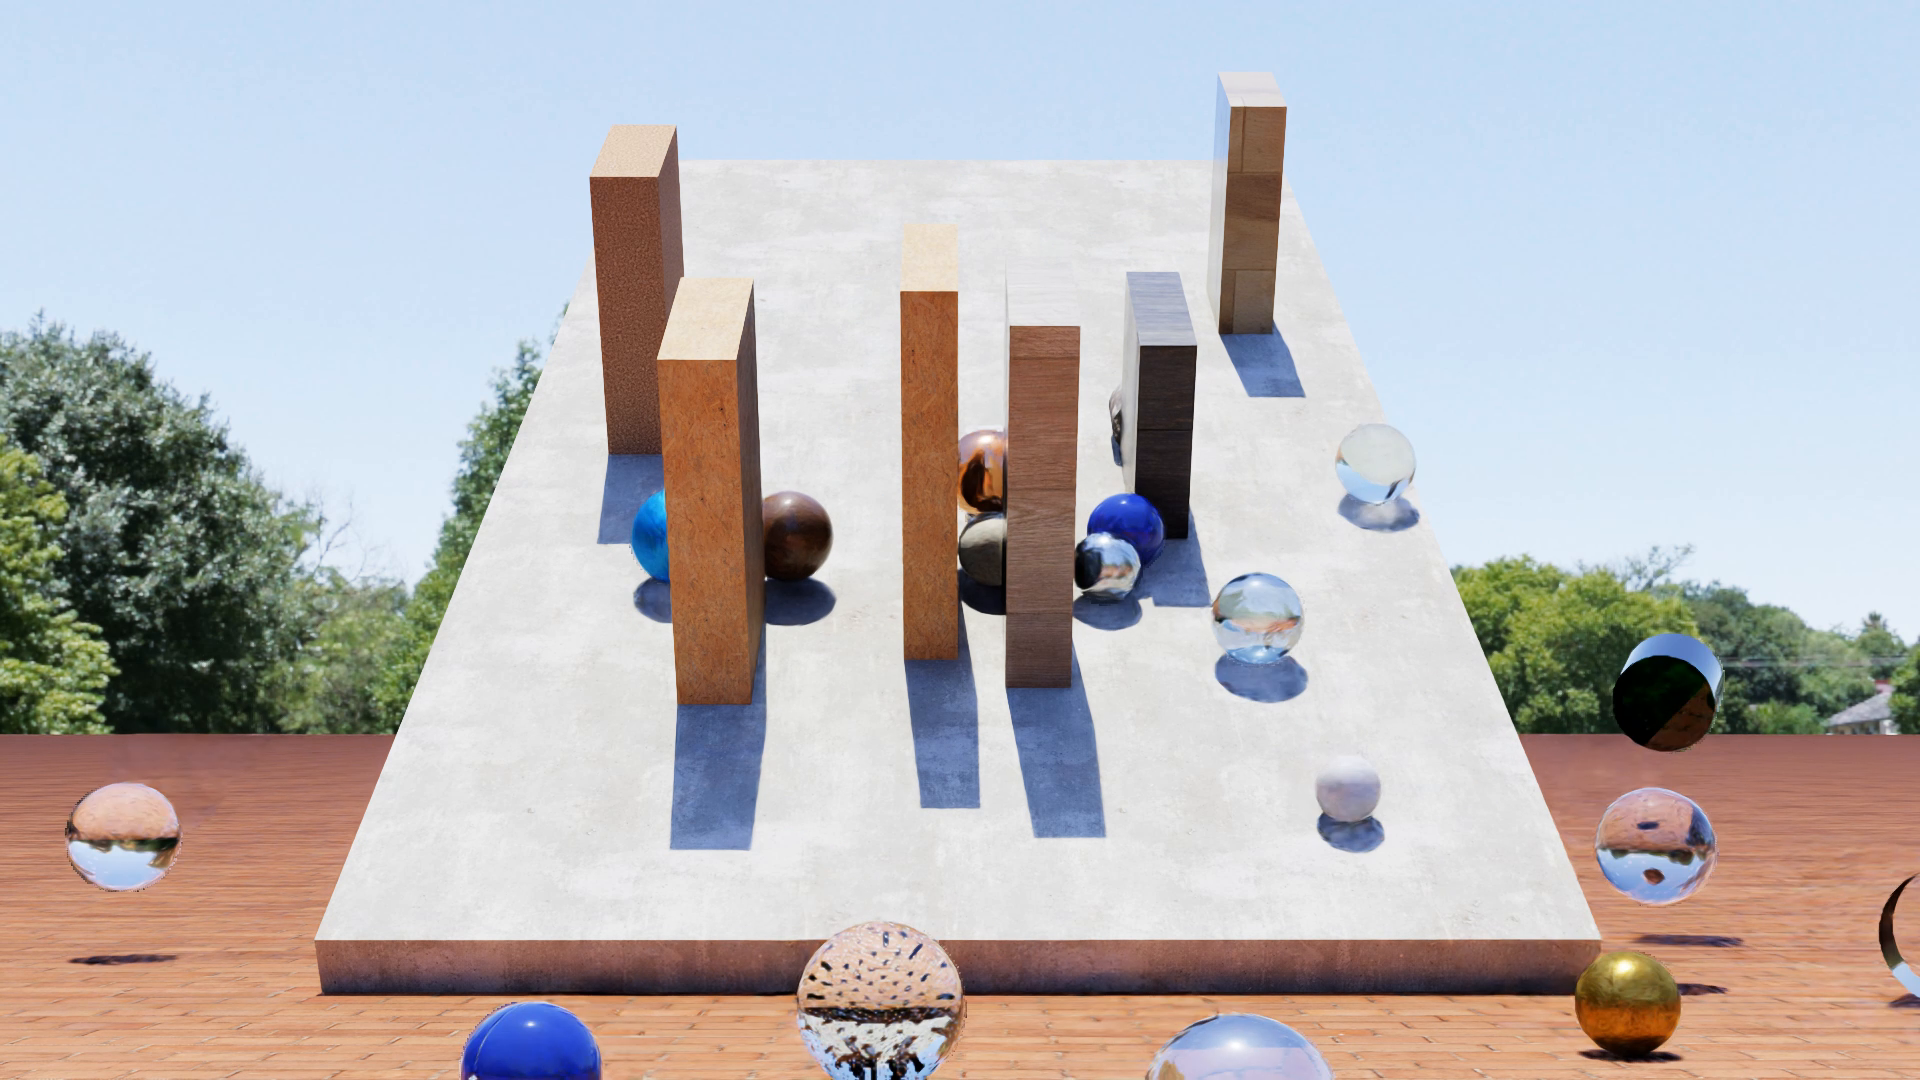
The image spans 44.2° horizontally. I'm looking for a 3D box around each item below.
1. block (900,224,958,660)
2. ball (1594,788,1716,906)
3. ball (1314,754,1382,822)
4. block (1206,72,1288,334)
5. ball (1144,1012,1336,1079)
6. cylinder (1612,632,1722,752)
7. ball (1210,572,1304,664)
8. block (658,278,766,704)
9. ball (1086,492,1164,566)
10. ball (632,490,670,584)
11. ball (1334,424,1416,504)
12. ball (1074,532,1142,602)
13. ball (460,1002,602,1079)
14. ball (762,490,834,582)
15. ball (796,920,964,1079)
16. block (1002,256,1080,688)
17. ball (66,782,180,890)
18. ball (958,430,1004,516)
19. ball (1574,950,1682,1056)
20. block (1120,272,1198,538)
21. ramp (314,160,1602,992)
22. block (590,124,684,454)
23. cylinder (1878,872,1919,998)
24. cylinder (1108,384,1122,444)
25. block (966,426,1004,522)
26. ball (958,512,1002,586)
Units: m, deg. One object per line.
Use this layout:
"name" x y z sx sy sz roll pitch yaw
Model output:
"block" -0.056 -0.185 4.458 0.102 0.739 0.360 0 27 0
"ball" 1.116 0.492 3.796 0.187 0.187 0.187 0 -5 0
"ball" 0.649 0.416 3.957 0.113 0.113 0.113 0 -5 0
"block" 0.719 -0.851 5.966 0.136 0.587 0.308 0 27 0
"ball" 0.237 0.487 1.998 0.172 0.172 0.172 0 -5 0
"cylinder" 1.404 0.300 4.687 0.193 0.193 0.193 -2 10 23
"ball" 0.558 0.147 4.430 0.175 0.175 0.175 0 -5 0
"block" -0.448 -0.092 4.338 0.134 0.678 0.400 0 27 0
"ball" 0.334 -0.017 4.774 0.157 0.157 0.157 0 -5 0
"ball" -0.556 -0.008 4.706 0.197 0.197 0.197 0 -5 0
"ball" 0.889 -0.164 5.057 0.171 0.171 0.171 0 -5 0
"ball" 0.286 0.054 4.652 0.140 0.140 0.140 0 -5 0
"ball" -0.428 0.532 2.360 0.140 0.140 0.140 0 -5 0
"ball" -0.340 -0.008 4.693 0.181 0.181 0.181 0 -5 0
"ball" -0.091 0.533 2.703 0.193 0.193 0.193 0 -5 0
"block" 0.144 -0.125 4.365 0.122 0.715 0.349 0 27 0
"ball" -1.508 0.534 4.265 0.194 0.194 0.194 0 -5 0
"ball" 0.055 -0.135 4.769 0.177 0.177 0.177 0 -5 0
"ball" 0.846 0.588 2.999 0.131 0.131 0.131 0 -5 0
"block" 0.416 -0.292 5.017 0.115 0.433 0.427 0 27 0
"ramp" -0.010 -0.228 5.483 2.000 0.100 4.000 0 27 0
"block" -0.714 -0.566 5.322 0.146 0.646 0.383 0 27 0
"cylinder" 1.515 0.591 3.573 0.207 0.207 0.207 -3 -4 30
"cylinder" 0.405 -0.280 5.334 0.130 0.130 0.130 0 27 0
"block" 0.094 -0.134 5.003 0.162 0.162 0.162 -1 27 -2
"ball" 0.069 0.017 4.713 0.149 0.149 0.149 0 -5 0
